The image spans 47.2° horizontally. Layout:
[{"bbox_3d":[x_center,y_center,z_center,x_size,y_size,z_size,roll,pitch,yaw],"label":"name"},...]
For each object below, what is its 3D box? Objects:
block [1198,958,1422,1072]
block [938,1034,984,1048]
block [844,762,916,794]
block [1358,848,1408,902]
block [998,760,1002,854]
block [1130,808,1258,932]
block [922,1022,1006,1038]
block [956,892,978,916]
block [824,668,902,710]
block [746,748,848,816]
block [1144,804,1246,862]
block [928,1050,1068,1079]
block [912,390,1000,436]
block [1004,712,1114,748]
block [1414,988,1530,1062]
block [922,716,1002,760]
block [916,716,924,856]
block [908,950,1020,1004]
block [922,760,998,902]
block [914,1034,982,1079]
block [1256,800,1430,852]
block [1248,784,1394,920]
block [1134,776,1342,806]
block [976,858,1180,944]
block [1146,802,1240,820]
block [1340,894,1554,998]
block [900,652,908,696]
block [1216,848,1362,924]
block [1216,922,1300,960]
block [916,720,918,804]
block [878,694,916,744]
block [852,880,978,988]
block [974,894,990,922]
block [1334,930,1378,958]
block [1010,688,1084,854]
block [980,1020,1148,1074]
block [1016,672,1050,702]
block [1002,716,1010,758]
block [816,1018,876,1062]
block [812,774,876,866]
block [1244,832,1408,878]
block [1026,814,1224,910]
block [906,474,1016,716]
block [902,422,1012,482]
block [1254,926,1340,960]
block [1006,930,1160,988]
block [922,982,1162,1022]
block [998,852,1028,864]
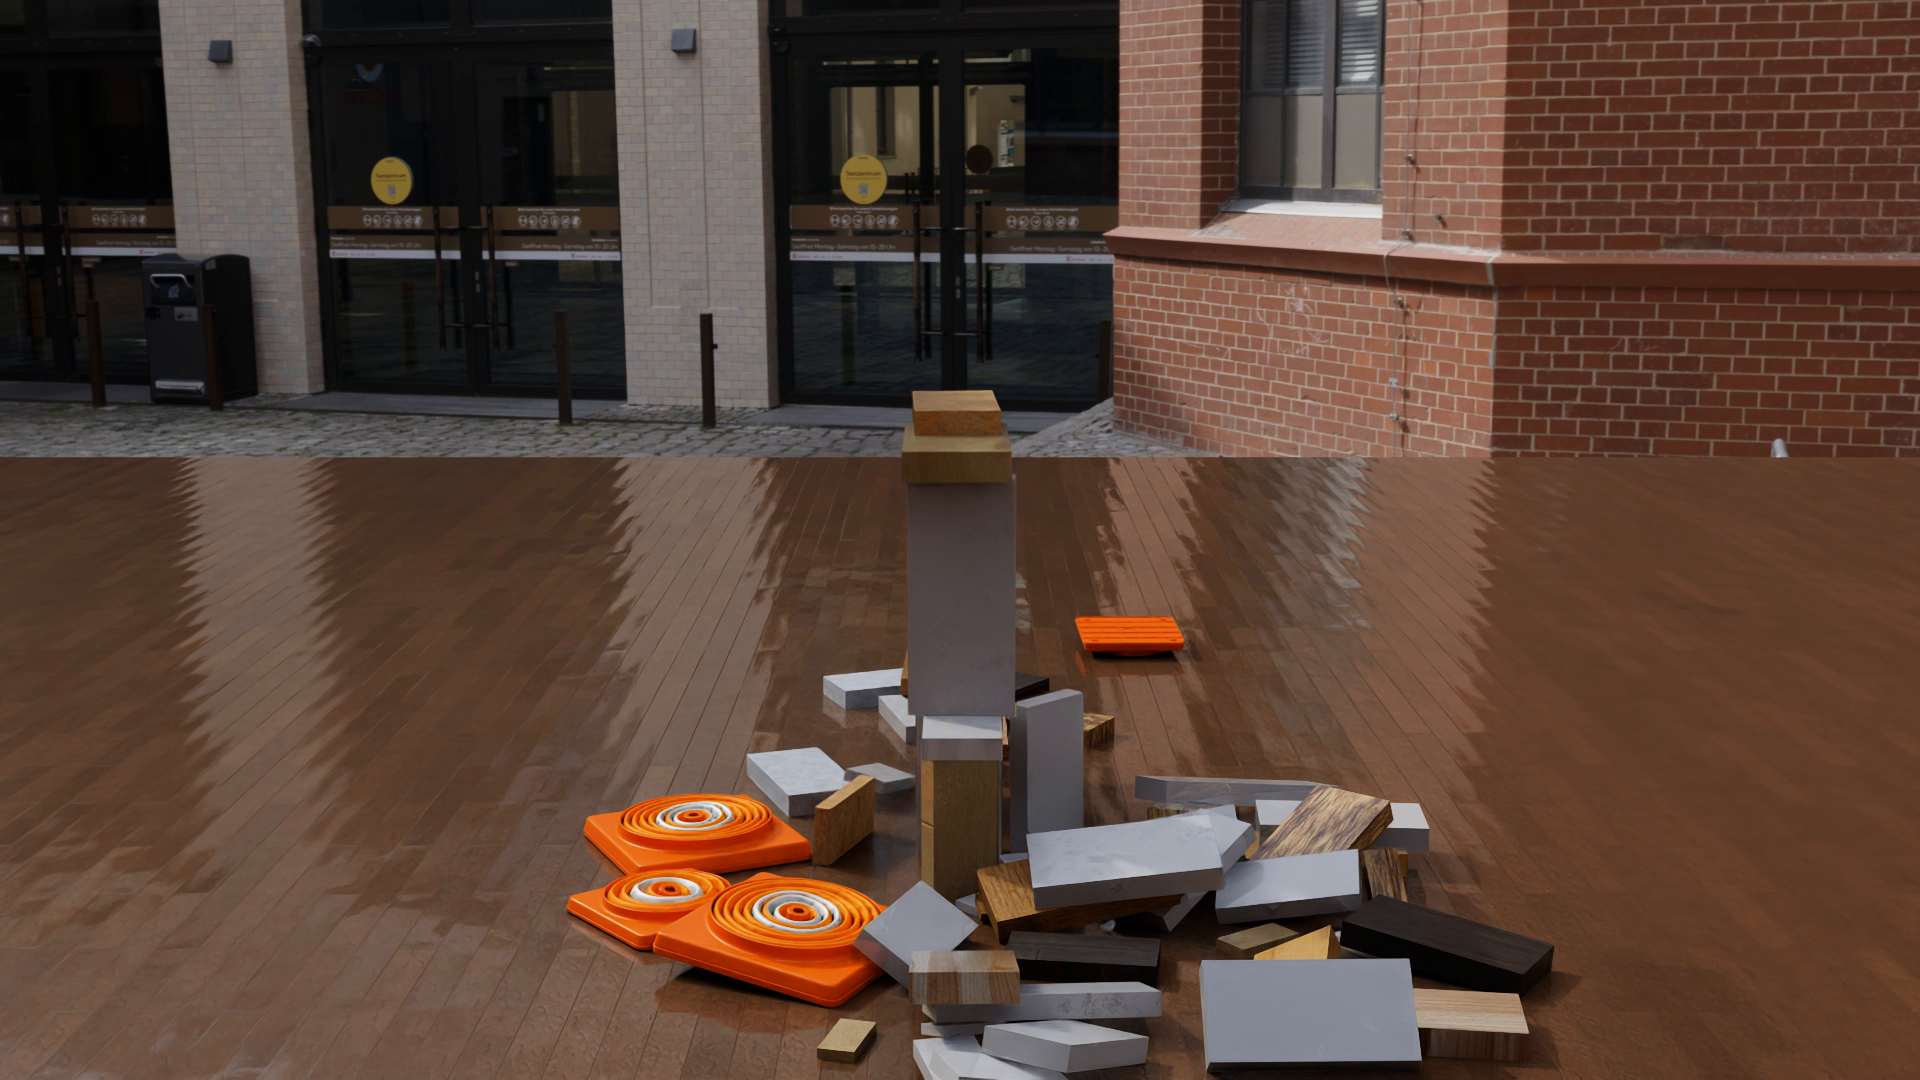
[{"bbox_3d":[0.475,0.647,2.996,0.285,0.143,0.040,0,-31,-1],"label":"block"},{"bbox_3d":[0.015,0.690,3.089,0.106,0.015,0.053,6,12,31],"label":"block"},{"bbox_3d":[-0.152,0.455,4.196,0.082,0.023,0.165,18,4,19],"label":"block"},{"bbox_3d":[0.683,0.557,3.535,0.060,0.120,0.017,-3,-17,-17],"label":"block"},{"bbox_3d":[0.005,0.441,3.766,0.129,0.258,0.037,-1,11,-5],"label":"block"},{"bbox_3d":[0.367,0.535,3.581,0.230,0.033,0.115,-41,32,-27],"label":"block"},{"bbox_3d":[0.005,0.671,3.026,0.106,0.015,0.053,5,-9,-36],"label":"block"},{"bbox_3d":[0.048,0.593,3.614,0.104,0.015,0.052,-10,14,-43],"label":"block"},{"bbox_3d":[-0.146,0.330,4.958,0.292,0.041,0.146,-4,11,-23],"label":"block"},{"bbox_3d":[-0.301,0.464,4.236,0.146,0.041,0.292,-4,11,-20],"label":"block"},{"bbox_3d":[0.356,0.516,3.678,0.229,0.033,0.115,-11,40,4],"label":"block"},{"bbox_3d":[0.053,0.686,2.813,0.167,0.024,0.084,11,7,-26],"label":"block"},{"bbox_3d":[-0.009,-0.225,3.868,0.146,0.041,0.292,-1,11,-2],"label":"block"},{"bbox_3d":[0.182,0.389,4.648,0.259,0.037,0.130,6,12,29],"label":"block"},{"bbox_3d":[0.645,0.677,3.092,0.285,0.040,0.143,1,11,8],"label":"block"},{"bbox_3d":[0.004,0.312,3.651,0.129,0.037,0.258,0,11,0],"label":"block"},{"bbox_3d":[0.000,0.405,3.852,0.148,0.297,0.042,0,11,0],"label":"block"},{"bbox_3d":[0.005,0.612,3.088,0.148,0.042,0.297,0,-5,0],"label":"block"},{"bbox_3d":[0.001,0.465,3.634,0.129,0.258,0.037,-7,13,-33],"label":"block"},{"bbox_3d":[-0.004,0.698,2.896,0.084,0.024,0.167,-2,10,-12],"label":"block"},{"bbox_3d":[0.664,0.497,3.837,0.287,0.041,0.144,1,11,4],"label":"block"},{"bbox_3d":[0.587,0.517,3.668,0.142,0.040,0.283,9,36,41],"label":"block"},{"bbox_3d":[0.511,0.464,4.046,0.349,0.041,0.144,4,-3,-18],"label":"block"},{"bbox_3d":[0.188,0.555,3.521,0.297,0.042,0.148,-11,27,-9],"label":"block"},{"bbox_3d":[0.417,0.492,3.906,0.142,0.040,0.283,2,-3,11],"label":"block"},{"bbox_3d":[0.740,0.616,3.347,0.285,0.040,0.143,13,16,31],"label":"block"},{"bbox_3d":[-0.061,0.297,4.920,0.130,0.037,0.259,0,11,1],"label":"block"},{"bbox_3d":[0.529,0.558,3.539,0.230,0.033,0.115,-9,28,14],"label":"block"},{"bbox_3d":[0.465,0.626,3.431,0.120,0.017,0.060,-7,13,-35],"label":"block"},{"bbox_3d":[-0.002,0.333,4.151,0.164,0.328,0.047,0,11,0],"label":"block"},{"bbox_3d":[-0.082,0.379,4.704,0.130,0.037,0.259,-3,11,-15],"label":"block"},{"bbox_3d":[-0.065,0.602,3.356,0.115,0.033,0.230,37,21,12],"label":"block"},{"bbox_3d":[0.080,0.593,3.558,0.104,0.015,0.052,0,28,-11],"label":"block"},{"bbox_3d":[0.641,0.629,3.411,0.060,0.017,0.120,-8,13,-36],"label":"block"},{"bbox_3d":[0.152,0.415,3.826,0.144,0.287,0.041,-10,14,-44],"label":"block"},{"bbox_3d":[0.143,0.672,2.926,0.125,0.035,0.249,6,-6,29],"label":"block"},{"bbox_3d":[0.100,0.338,4.944,0.106,0.030,0.211,7,13,34],"label":"block"},{"bbox_3d":[0.041,0.385,4.550,0.106,0.030,0.211,1,24,-7],"label":"block"},{"bbox_3d":[-0.157,0.696,3.059,0.053,0.015,0.106,3,11,14],"label":"block"},{"bbox_3d":[-0.204,0.495,3.895,0.029,0.103,0.206,7,12,19],"label":"block"},{"bbox_3d":[0.594,0.544,3.805,0.328,0.040,0.142,-1,11,-5],"label":"block"},{"bbox_3d":[0.260,0.511,3.498,0.297,0.042,0.149,-6,26,0],"label":"block"},{"bbox_3d":[0.003,0.092,3.645,0.177,0.399,0.050,0,10,2],"label":"block"},{"bbox_3d":[-0.006,-0.150,3.713,0.177,0.050,0.355,0,11,0],"label":"block"},{"bbox_3d":[0.481,0.637,3.175,0.125,0.035,0.249,-25,4,15],"label":"block"},{"bbox_3d":[0.186,0.635,3.337,0.230,0.033,0.115,2,11,9],"label":"block"},{"bbox_3d":[0.114,0.653,3.109,0.319,0.035,0.125,1,-5,-10],"label":"block"},{"bbox_3d":[0.230,0.558,3.752,0.312,0.033,0.115,-3,11,-14],"label":"block"}]
